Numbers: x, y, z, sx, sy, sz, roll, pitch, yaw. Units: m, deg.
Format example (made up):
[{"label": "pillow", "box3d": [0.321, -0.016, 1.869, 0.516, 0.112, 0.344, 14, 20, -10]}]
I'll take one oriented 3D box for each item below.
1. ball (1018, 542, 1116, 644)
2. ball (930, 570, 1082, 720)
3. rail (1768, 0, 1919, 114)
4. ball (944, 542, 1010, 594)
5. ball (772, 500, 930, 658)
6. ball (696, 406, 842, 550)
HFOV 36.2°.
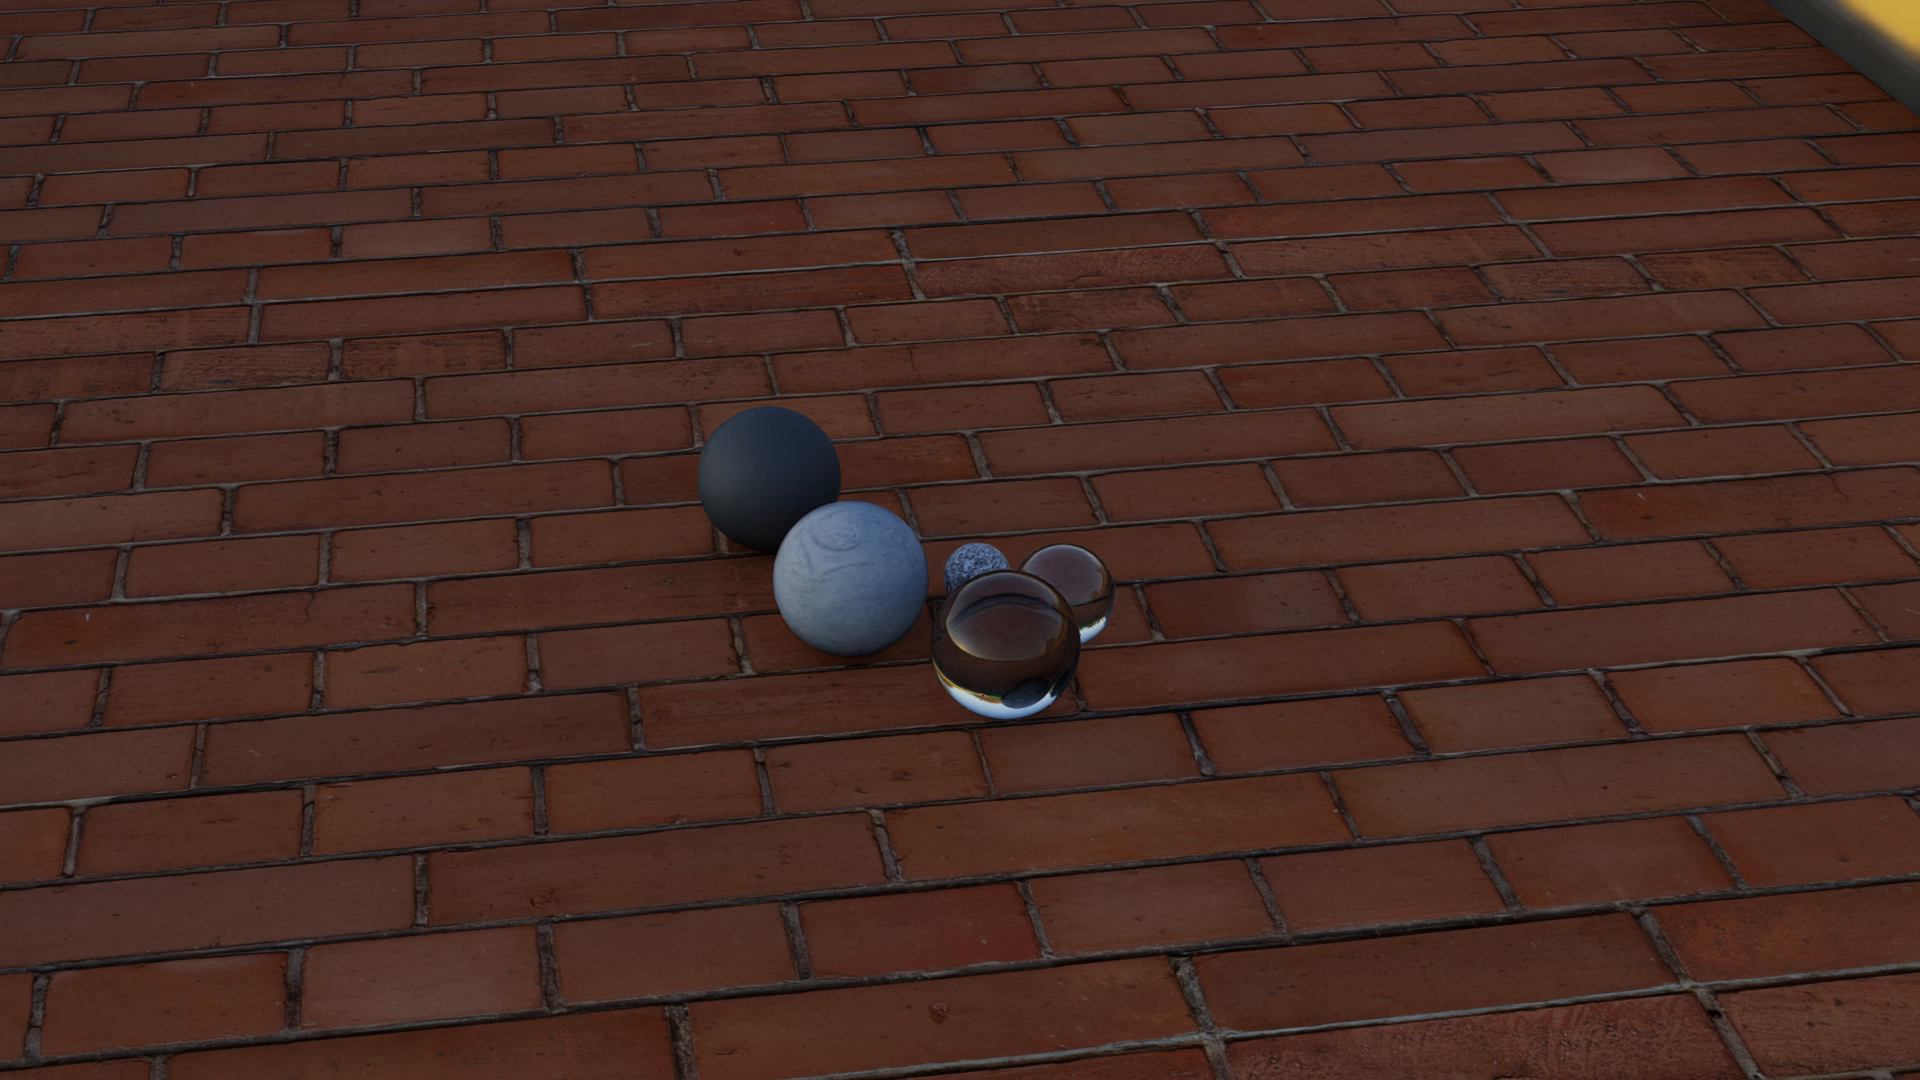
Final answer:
[{"label": "ball", "box3d": [0.062, 0.033, 1.763, 0.064, 0.064, 0.064, 0, 28, 0]}, {"label": "ball", "box3d": [0.026, 0.060, 1.688, 0.086, 0.086, 0.086, 0, 28, 0]}, {"label": "rail", "box3d": [0.807, -0.485, 2.678, 0.045, 0.121, 3.382, -4, 28, -8]}, {"label": "ball", "box3d": [0.011, 0.022, 1.807, 0.042, 0.042, 0.042, 0, 28, 0]}, {"label": "ball", "box3d": [-0.065, 0.023, 1.751, 0.093, 0.093, 0.093, 0, 28, 0]}, {"label": "ball", "box3d": [-0.121, -0.039, 1.870, 0.092, 0.092, 0.092, 0, 28, 0]}]
